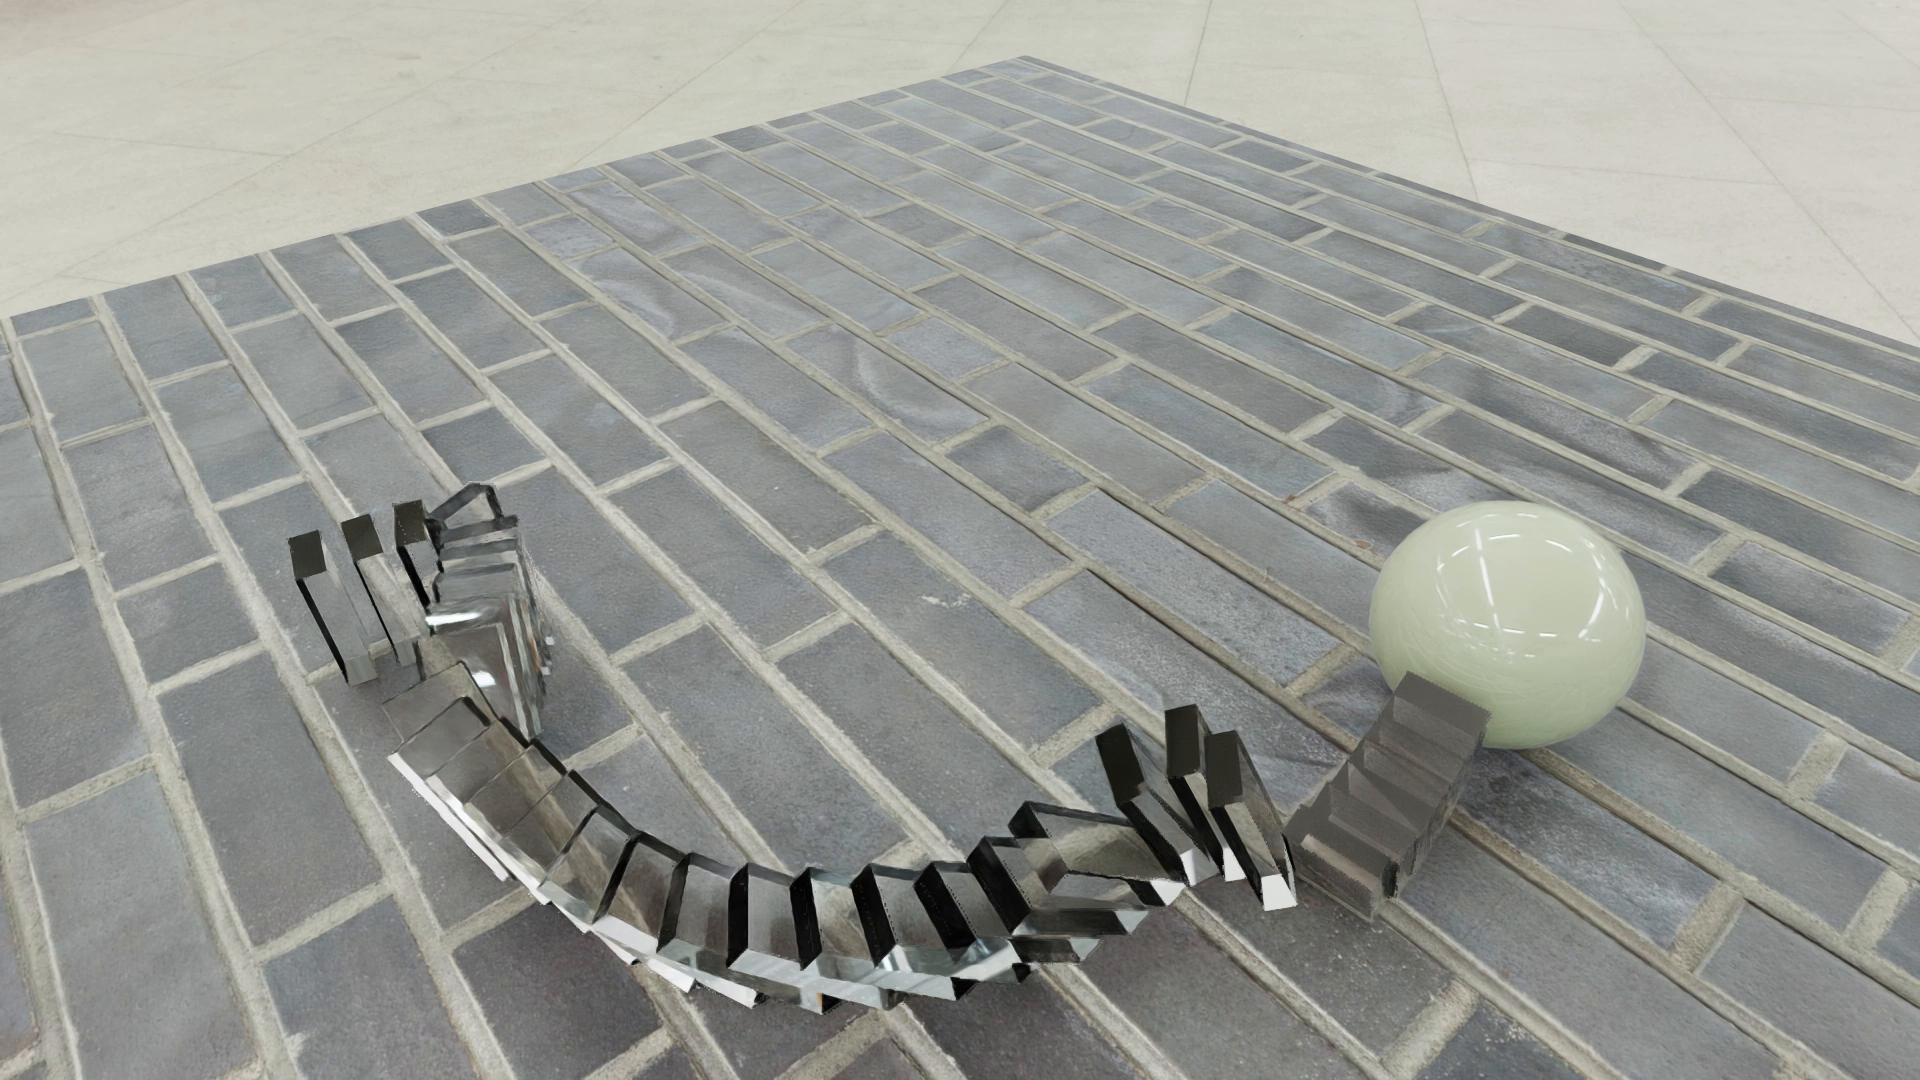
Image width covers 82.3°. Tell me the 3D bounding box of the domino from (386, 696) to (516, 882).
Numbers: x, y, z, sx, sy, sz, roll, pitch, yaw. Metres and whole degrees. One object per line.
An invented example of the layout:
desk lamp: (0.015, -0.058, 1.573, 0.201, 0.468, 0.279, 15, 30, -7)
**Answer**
domino: (-0.141, 0.074, 0.326, 0.009, 0.050, 0.025, -22, 19, 45)

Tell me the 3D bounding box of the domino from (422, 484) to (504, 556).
domino: (-0.174, 0.008, 0.400, 0.009, 0.050, 0.025, 6, 34, 18)

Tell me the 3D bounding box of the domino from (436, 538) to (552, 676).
domino: (-0.160, 0.025, 0.380, 0.025, 0.050, 0.009, -9, 28, -11)

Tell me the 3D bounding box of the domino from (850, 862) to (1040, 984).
domino: (-0.004, 0.103, 0.295, 0.050, 0.010, 0.025, 23, 25, -36)

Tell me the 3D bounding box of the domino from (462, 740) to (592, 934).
domino: (-0.114, 0.085, 0.315, 0.050, 0.009, 0.025, 50, 47, -9)

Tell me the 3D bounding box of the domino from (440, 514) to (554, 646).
domino: (-0.163, 0.017, 0.389, 0.025, 0.050, 0.010, -15, 33, -17)

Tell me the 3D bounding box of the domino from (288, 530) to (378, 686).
domino: (-0.217, 0.024, 0.382, 0.009, 0.050, 0.025, -20, 43, -23)

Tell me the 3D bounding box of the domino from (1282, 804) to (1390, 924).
domino: (0.104, 0.090, 0.303, 0.025, 0.050, 0.009, 30, 76, 31)

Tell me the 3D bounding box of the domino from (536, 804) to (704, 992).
domino: (-0.086, 0.098, 0.300, 0.050, 0.009, 0.025, 41, 40, -14)

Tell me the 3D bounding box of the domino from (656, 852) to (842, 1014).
domino: (-0.054, 0.105, 0.292, 0.050, 0.009, 0.025, 32, 32, -24)

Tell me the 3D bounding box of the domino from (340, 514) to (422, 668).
domino: (-0.203, 0.018, 0.389, 0.010, 0.050, 0.025, -22, 44, -25)

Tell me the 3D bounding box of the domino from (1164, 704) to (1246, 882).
domino: (0.073, 0.074, 0.322, 0.010, 0.050, 0.025, -18, 34, 21)

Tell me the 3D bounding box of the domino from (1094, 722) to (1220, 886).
domino: (0.057, 0.077, 0.319, 0.009, 0.050, 0.025, -30, 38, 13)

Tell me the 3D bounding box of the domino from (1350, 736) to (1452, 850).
domino: (0.127, 0.075, 0.320, 0.025, 0.050, 0.010, 30, 75, 31)

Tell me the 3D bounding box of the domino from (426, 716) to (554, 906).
domino: (-0.127, 0.079, 0.321, 0.010, 0.050, 0.025, -27, 15, 46)

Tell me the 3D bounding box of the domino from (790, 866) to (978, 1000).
domino: (-0.020, 0.105, 0.292, 0.050, 0.009, 0.025, 25, 27, -32)

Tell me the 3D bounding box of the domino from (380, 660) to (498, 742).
domino: (-0.151, 0.065, 0.336, 0.025, 0.050, 0.009, -33, 10, -31)

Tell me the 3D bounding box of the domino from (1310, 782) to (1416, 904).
domino: (0.113, 0.085, 0.308, 0.025, 0.050, 0.010, 30, 75, 31)

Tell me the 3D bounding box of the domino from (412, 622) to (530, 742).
domino: (-0.153, 0.053, 0.349, 0.025, 0.050, 0.010, -12, 6, -11)

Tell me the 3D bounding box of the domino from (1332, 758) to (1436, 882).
domino: (0.120, 0.081, 0.314, 0.025, 0.050, 0.010, 30, 75, 31)

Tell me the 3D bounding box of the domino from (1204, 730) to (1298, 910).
domino: (0.083, 0.080, 0.314, 0.009, 0.050, 0.025, -18, 34, 21)

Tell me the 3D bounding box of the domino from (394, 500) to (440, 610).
domino: (-0.189, 0.013, 0.395, 0.010, 0.050, 0.025, -16, 42, -17)

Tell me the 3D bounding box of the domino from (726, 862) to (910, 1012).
domino: (-0.037, 0.105, 0.292, 0.050, 0.010, 0.025, 28, 29, -28)

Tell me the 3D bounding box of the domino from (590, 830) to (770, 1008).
domino: (-0.071, 0.102, 0.295, 0.050, 0.010, 0.025, 36, 36, -19)

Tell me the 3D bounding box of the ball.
ball: (0.174, 0.027, 0.355, 0.080, 0.080, 0.080, 0, 39, 0)

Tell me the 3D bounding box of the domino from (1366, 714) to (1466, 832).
domino: (0.134, 0.070, 0.327, 0.025, 0.050, 0.009, 30, 75, 31)

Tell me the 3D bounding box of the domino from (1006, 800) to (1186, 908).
domino: (0.039, 0.089, 0.311, 0.050, 0.010, 0.025, 20, 22, -38)

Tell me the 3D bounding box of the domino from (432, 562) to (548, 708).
domino: (-0.157, 0.034, 0.370, 0.025, 0.050, 0.010, -9, 19, -11)

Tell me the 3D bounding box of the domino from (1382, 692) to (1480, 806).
domino: (0.141, 0.065, 0.333, 0.025, 0.050, 0.009, 30, 75, 31)

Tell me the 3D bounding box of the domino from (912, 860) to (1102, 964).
domino: (0.013, 0.101, 0.298, 0.050, 0.010, 0.025, 19, 23, -42)

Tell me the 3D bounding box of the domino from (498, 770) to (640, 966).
domino: (-0.100, 0.092, 0.308, 0.050, 0.010, 0.025, 47, 46, -8)

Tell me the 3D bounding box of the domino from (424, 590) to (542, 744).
domino: (-0.155, 0.044, 0.359, 0.025, 0.050, 0.009, -9, 12, -11)

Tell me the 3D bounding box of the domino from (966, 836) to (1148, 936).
domino: (0.027, 0.096, 0.304, 0.050, 0.009, 0.025, 18, 23, -42)

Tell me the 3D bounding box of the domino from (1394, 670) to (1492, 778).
domino: (0.147, 0.060, 0.340, 0.025, 0.050, 0.009, 30, 75, 31)
